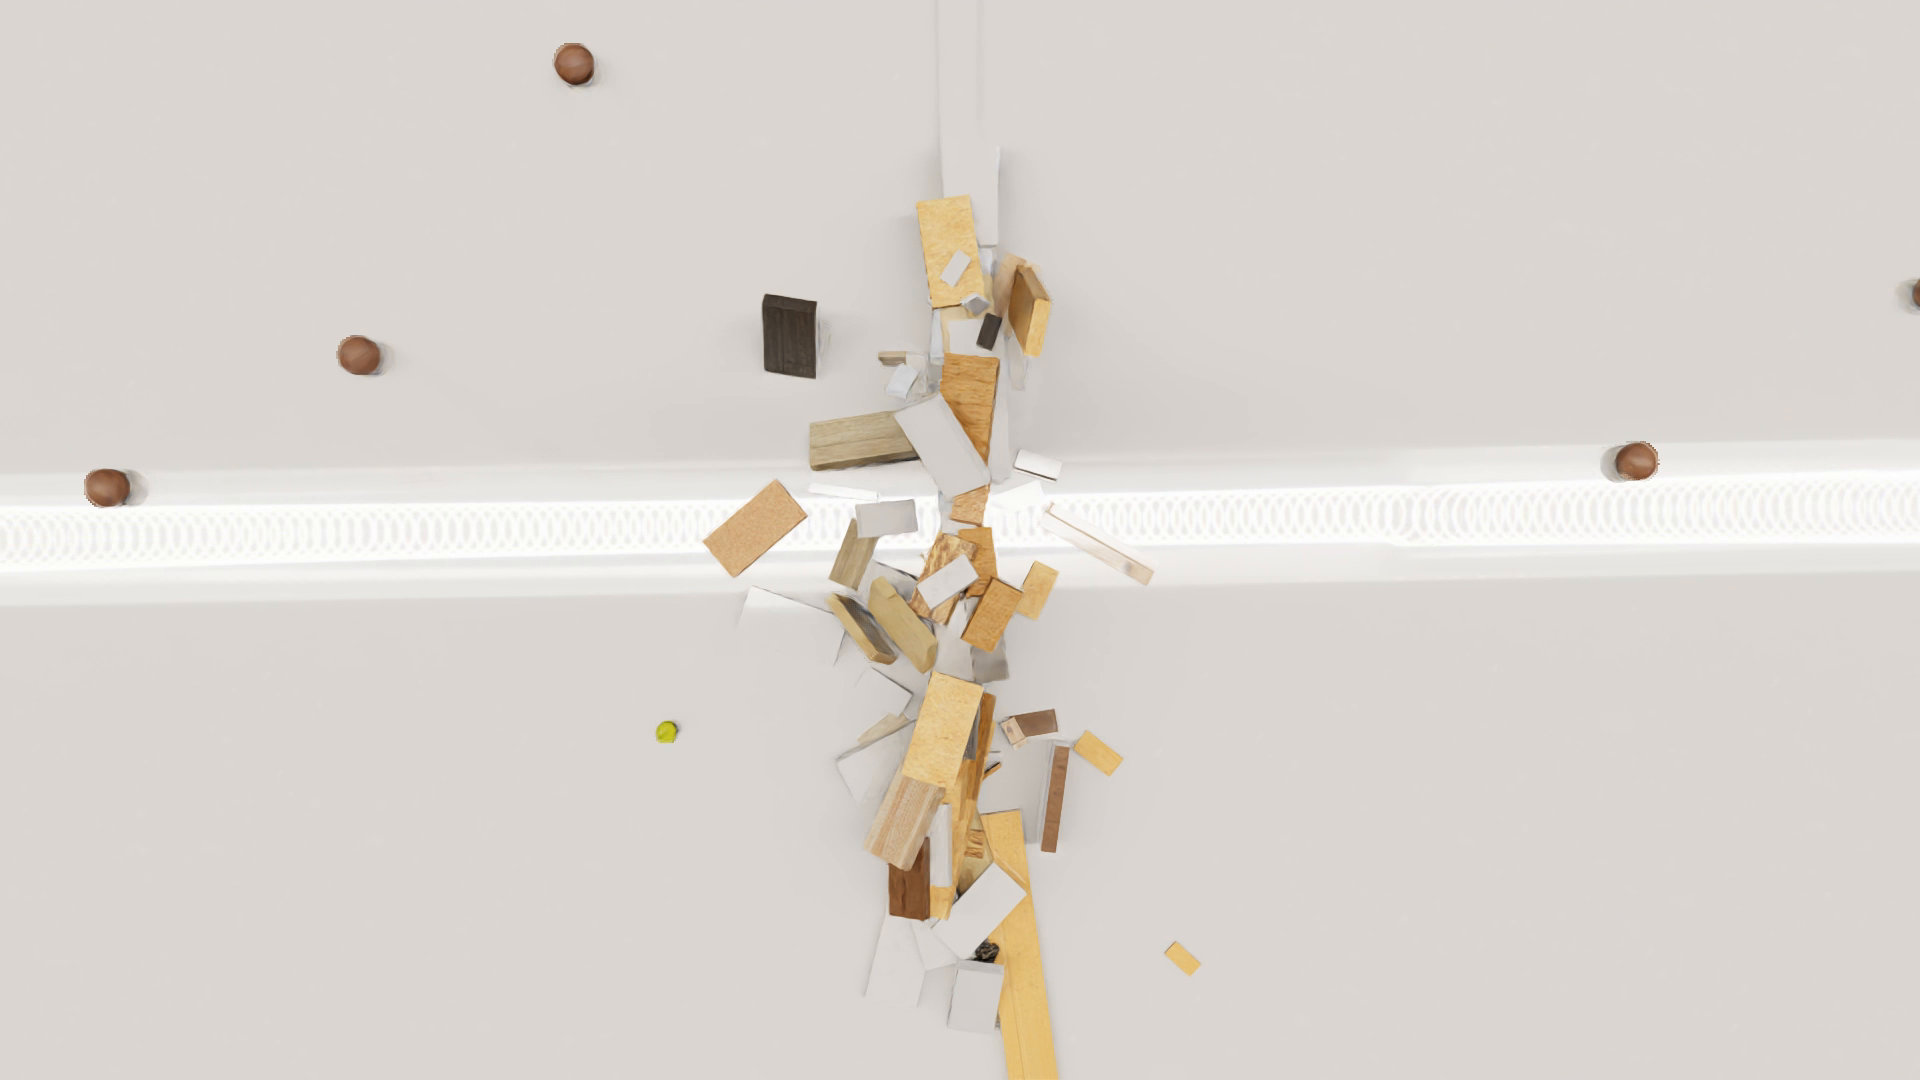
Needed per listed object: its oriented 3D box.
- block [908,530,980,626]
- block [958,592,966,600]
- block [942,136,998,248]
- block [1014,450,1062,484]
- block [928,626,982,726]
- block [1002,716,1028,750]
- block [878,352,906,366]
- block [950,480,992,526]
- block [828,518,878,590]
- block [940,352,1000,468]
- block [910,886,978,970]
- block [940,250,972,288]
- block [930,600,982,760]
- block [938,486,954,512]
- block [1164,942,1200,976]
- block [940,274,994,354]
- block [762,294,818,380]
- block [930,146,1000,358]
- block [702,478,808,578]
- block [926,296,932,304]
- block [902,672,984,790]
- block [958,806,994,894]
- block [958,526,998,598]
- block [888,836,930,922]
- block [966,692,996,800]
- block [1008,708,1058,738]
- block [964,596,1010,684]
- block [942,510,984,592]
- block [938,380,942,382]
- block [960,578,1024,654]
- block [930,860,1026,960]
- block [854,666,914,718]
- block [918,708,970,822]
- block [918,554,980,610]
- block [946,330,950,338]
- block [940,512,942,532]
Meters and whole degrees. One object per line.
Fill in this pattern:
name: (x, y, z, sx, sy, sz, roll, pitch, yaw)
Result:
block: (-0.053, 0.121, 5.162, 0.134, 0.038, 0.268, 21, 86, 21)
block: (0.004, 0.192, 5.285, 0.101, 0.029, 0.202, 4, 91, 0)
block: (0.032, -1.126, 5.348, 0.174, 0.049, 0.348, -1, 91, -3)
block: (0.259, -0.245, 5.489, 0.149, 0.021, 0.075, 17, 90, 0)
block: (-0.011, 0.436, 5.406, 0.172, 0.049, 0.344, -1, 76, 22)
block: (0.180, 0.641, 5.471, 0.050, 0.014, 0.099, -29, 90, 0)
block: (-0.202, -0.598, 5.445, 0.128, 0.064, 0.018, 2, 69, 22)
block: (0.045, -0.175, 5.238, 0.102, 0.029, 0.259, 11, 71, 5)
block: (-0.349, 0.045, 5.453, 0.111, 0.031, 0.221, 21, 90, 38)
block: (0.019, -0.405, 5.161, 0.171, 0.048, 0.342, 7, 88, 12)
block: (-0.076, 1.220, 5.415, 0.173, 0.049, 0.346, -16, 90, 7)
block: (-0.013, -0.864, 5.243, 0.054, 0.015, 0.109, 37, 106, 8)
block: (-0.012, 0.442, 5.246, 0.168, 0.048, 0.498, 5, 90, 1)
block: (0.004, -0.206, 5.368, 0.154, 0.309, 0.044, -1, 130, 0)
block: (0.742, 1.394, 5.492, 0.113, 0.016, 0.056, 42, 90, 0)
block: (0.027, -0.680, 5.354, 0.174, 0.049, 0.348, -5, 91, -4)
block: (-0.548, -0.656, 5.341, 0.171, 0.341, 0.048, 9, 58, 1)
block: (0.017, -0.942, 5.399, 0.174, 0.049, 0.701, 5, 91, -3)
block: (-0.681, -0.038, 5.477, 0.320, 0.045, 0.160, -40, 90, 0)
block: (-0.003, -0.879, 5.443, 0.128, 0.036, 0.256, 22, 90, -3)
block: (-0.054, 0.598, 5.188, 0.168, 0.048, 0.337, 17, 87, 1)
block: (0.013, 1.018, 5.443, 0.162, 0.046, 0.324, -19, 86, 19)
block: (0.059, 0.070, 5.192, 0.108, 0.031, 0.216, -6, 76, -5)
block: (-0.162, 1.077, 5.286, 0.132, 0.037, 0.265, 2, 95, 30)
block: (0.000, 0.665, 5.395, 0.172, 0.049, 0.344, 7, 78, 23)
block: (0.244, 0.612, 5.489, 0.155, 0.022, 0.077, -9, 90, 0)
block: (0.084, 0.307, 5.206, 0.108, 0.031, 0.282, -8, 91, -6)
block: (0.011, 0.037, 5.233, 0.130, 0.037, 0.260, -1, 76, -2)
block: (0.011, -0.383, 5.414, 0.154, 0.044, 0.309, -1, 65, 0)
block: (0.099, 0.235, 5.151, 0.108, 0.031, 0.216, 26, 97, -13)
block: (0.061, 1.204, 5.361, 0.149, 0.042, 0.298, 43, 88, -1)
block: (-0.253, 0.504, 5.473, 0.175, 0.025, 0.088, 32, 87, 8)
block: (-0.060, 0.722, 5.325, 0.172, 0.049, 0.344, 5, 90, 23)
block: (-0.036, 0.131, 5.120, 0.181, 0.026, 0.090, -34, 71, 9)
block: (0.040, -0.592, 5.289, 0.102, 0.029, 0.203, -20, 86, -4)
block: (-0.002, -0.092, 5.401, 0.130, 0.037, 0.260, 1, 49, 0)
